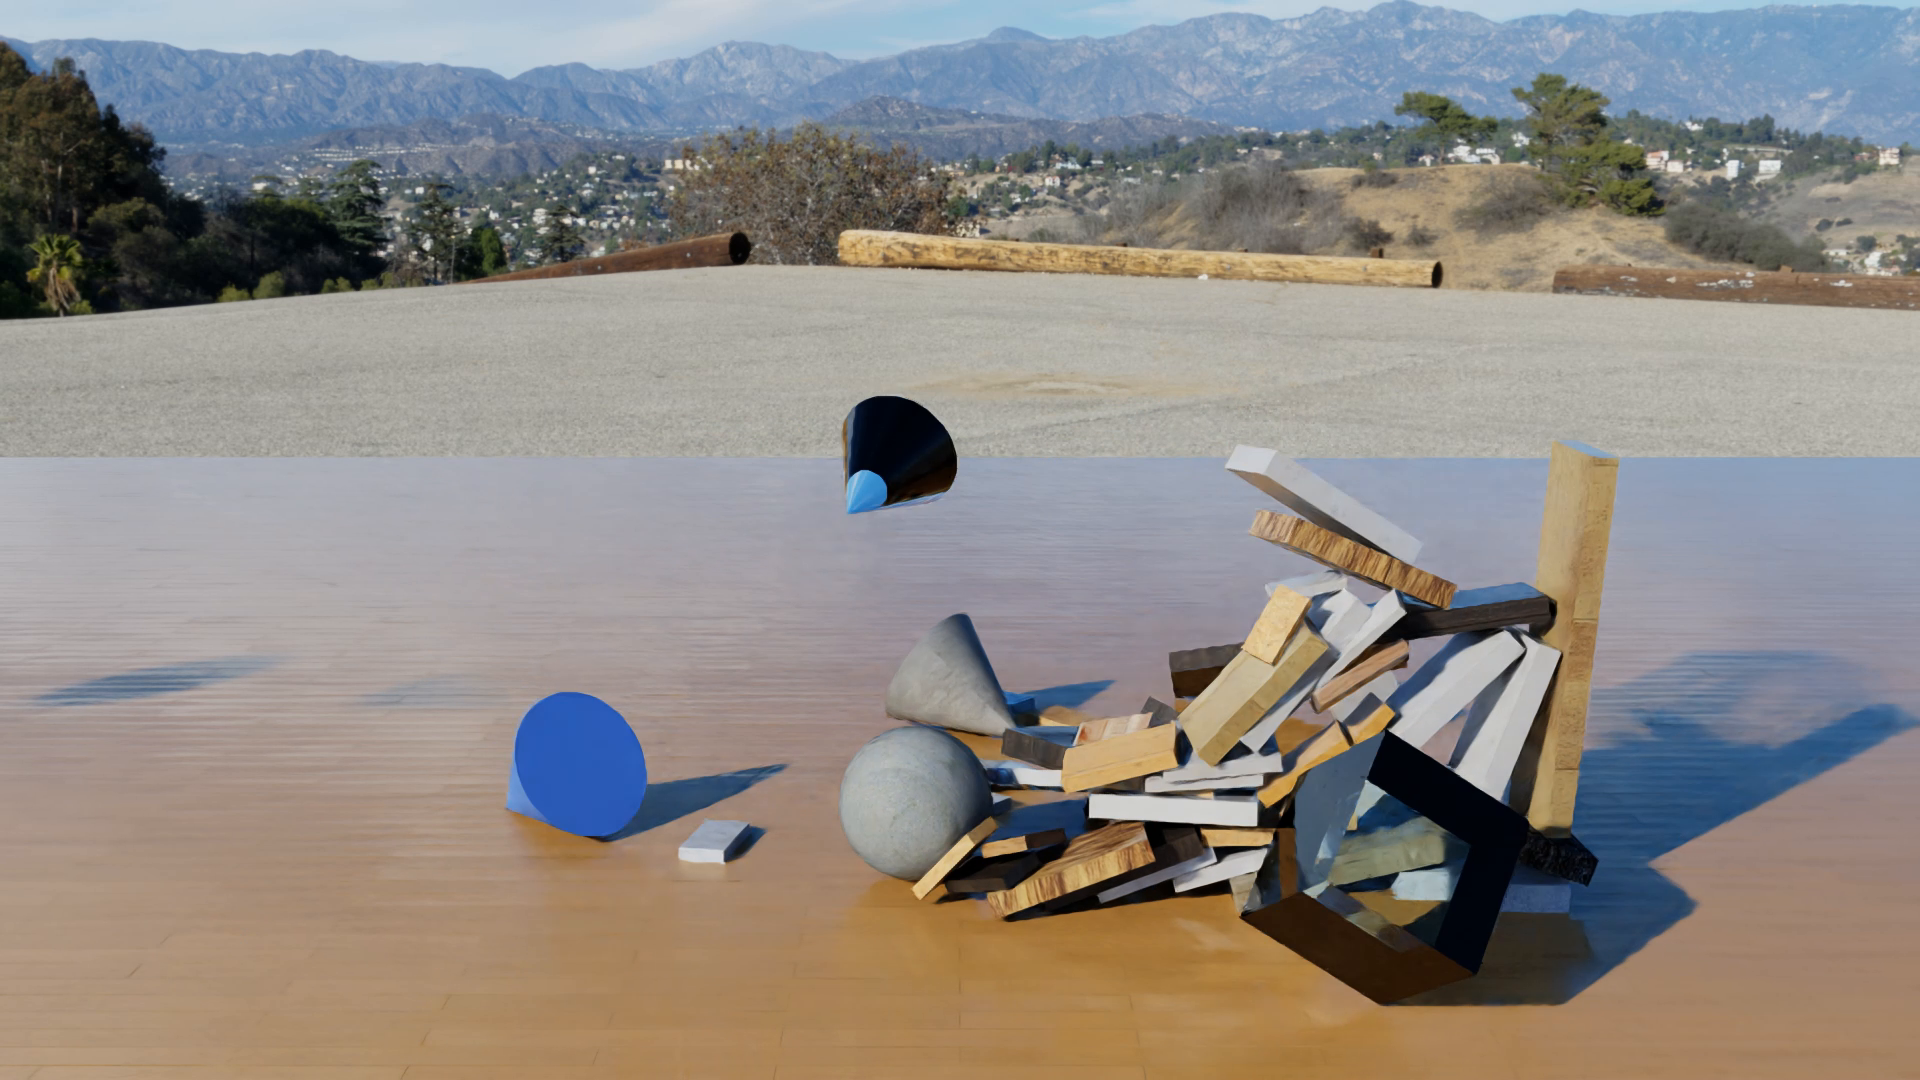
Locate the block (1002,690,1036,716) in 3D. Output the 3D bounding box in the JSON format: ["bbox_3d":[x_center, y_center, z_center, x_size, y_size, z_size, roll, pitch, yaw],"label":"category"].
[{"bbox_3d":[0.068,0.367,4.795,0.096,0.027,0.193,8,13,38],"label":"block"}]

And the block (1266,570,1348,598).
[{"bbox_3d":[0.561,0.075,3.562,0.120,0.017,0.060,-12,14,-5],"label":"block"}]

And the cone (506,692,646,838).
[{"bbox_3d":[-0.766,0.453,4.040,0.272,0.272,0.272,-11,-14,-46],"label":"cone"}]

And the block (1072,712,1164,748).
[{"bbox_3d":[0.365,0.415,3.800,0.166,0.047,0.331,-13,-45,45],"label":"block"}]

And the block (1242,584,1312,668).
[{"bbox_3d":[0.502,0.135,3.481,0.060,0.120,0.017,29,-3,36],"label":"block"}]

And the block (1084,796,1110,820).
[{"bbox_3d":[0.326,0.491,4.064,0.179,0.021,0.074,4,37,22],"label":"block"}]

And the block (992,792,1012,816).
[{"bbox_3d":[0.007,0.490,4.145,0.165,0.023,0.082,8,13,38],"label":"block"}]

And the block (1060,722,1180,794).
[{"bbox_3d":[0.261,0.354,3.572,0.191,0.027,0.095,-16,23,15],"label":"block"}]

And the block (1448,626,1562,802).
[{"bbox_3d":[0.886,0.291,3.606,0.040,0.285,0.143,19,8,-11],"label":"block"}]

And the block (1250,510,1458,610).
[{"bbox_3d":[0.633,0.031,3.544,0.303,0.043,0.152,22,-1,-17],"label":"block"}]

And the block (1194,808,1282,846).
[{"bbox_3d":[0.494,0.475,3.637,0.203,0.029,0.102,-1,11,-1],"label":"block"}]

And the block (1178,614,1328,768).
[{"bbox_3d":[0.469,0.230,3.536,0.038,0.268,0.134,38,12,-19],"label":"block"}]

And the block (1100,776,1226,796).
[{"bbox_3d":[0.339,0.400,3.661,0.191,0.027,0.095,2,3,20],"label":"block"}]

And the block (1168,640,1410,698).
[{"bbox_3d":[0.723,0.265,4.839,0.517,0.047,0.166,-8,-25,6],"label":"block"}]

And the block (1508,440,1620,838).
[{"bbox_3d":[0.980,0.160,3.582,0.043,0.629,0.152,1,13,-10],"label":"block"}]

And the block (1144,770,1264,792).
[{"bbox_3d":[0.396,0.372,3.597,0.191,0.027,0.095,-3,22,5],"label":"block"}]

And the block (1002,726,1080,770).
[{"bbox_3d":[0.250,0.377,3.977,0.166,0.047,0.331,13,7,44],"label":"block"}]

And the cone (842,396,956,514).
[{"bbox_3d":[-0.163,-0.108,4.141,0.243,0.243,0.243,5,33,23],"label":"cone"}]

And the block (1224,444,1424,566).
[{"bbox_3d":[0.588,-0.056,3.555,0.303,0.043,0.152,30,-3,-17],"label":"block"}]

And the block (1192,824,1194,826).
[{"bbox_3d":[0.365,0.467,3.799,0.276,0.022,0.076,30,-30,-10],"label":"block"}]

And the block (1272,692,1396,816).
[{"bbox_3d":[0.610,0.358,3.607,0.024,0.248,0.085,42,3,-12],"label":"block"}]

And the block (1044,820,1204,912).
[{"bbox_3d":[0.260,0.528,3.635,0.273,0.039,0.136,-21,10,1],"label":"block"}]

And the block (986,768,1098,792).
[{"bbox_3d":[0.143,0.415,3.798,0.095,0.027,0.197,14,-12,-37],"label":"block"}]

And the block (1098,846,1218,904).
[{"bbox_3d":[0.321,0.539,3.649,0.203,0.029,0.102,-20,10,3],"label":"block"}]

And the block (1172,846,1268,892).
[{"bbox_3d":[0.449,0.529,3.652,0.203,0.029,0.102,-16,10,4],"label":"block"}]

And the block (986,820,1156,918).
[{"bbox_3d":[0.176,0.529,3.572,0.273,0.039,0.136,-20,9,2],"label":"block"}]

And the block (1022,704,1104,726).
[{"bbox_3d":[0.232,0.390,4.673,0.096,0.027,0.193,-9,14,-39],"label":"block"}]

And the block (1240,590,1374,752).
[{"bbox_3d":[0.538,0.202,3.558,0.038,0.293,0.134,39,3,-16],"label":"block"}]

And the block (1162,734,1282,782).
[{"bbox_3d":[0.420,0.350,3.574,0.191,0.027,0.095,-5,22,0],"label":"block"}]

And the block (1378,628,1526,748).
[{"bbox_3d":[0.730,0.298,3.611,0.432,0.040,0.143,-43,12,2],"label":"block"}]

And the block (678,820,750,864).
[{"bbox_3d":[-0.435,0.534,3.906,0.082,0.023,0.165,2,11,10],"label":"block"}]

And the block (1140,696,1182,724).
[{"bbox_3d":[0.439,0.356,3.849,0.134,0.038,0.268,26,-4,42],"label":"block"}]

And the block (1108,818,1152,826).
[{"bbox_3d":[0.308,0.529,3.923,0.095,0.027,0.191,2,11,10],"label":"block"}]

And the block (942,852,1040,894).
[{"bbox_3d":[0.050,0.541,3.579,0.080,0.023,0.159,-34,11,-37],"label":"block"}]

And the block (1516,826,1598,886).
[{"bbox_3d":[0.872,0.474,3.647,0.332,0.047,0.166,19,8,-5],"label":"block"}]

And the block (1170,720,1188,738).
[{"bbox_3d":[0.414,0.347,3.671,0.153,0.076,0.022,9,29,-17],"label":"block"}]

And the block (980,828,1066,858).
[{"bbox_3d":[0.105,0.493,3.586,0.080,0.023,0.159,-15,-8,25],"label":"block"}]

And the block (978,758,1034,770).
[{"bbox_3d":[0.057,0.448,4.252,0.193,0.027,0.096,8,5,-32],"label":"block"}]

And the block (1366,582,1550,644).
[{"bbox_3d":[0.804,0.119,3.603,0.285,0.040,0.143,-8,8,-1],"label":"block"}]

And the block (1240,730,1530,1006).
[{"bbox_3d":[0.604,0.471,3.134,0.250,0.250,0.250,32,-29,-7],"label":"block"}]

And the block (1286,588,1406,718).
[{"bbox_3d":[0.589,0.200,3.525,0.017,0.320,0.060,39,22,-16],"label":"block"}]

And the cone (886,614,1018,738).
[{"bbox_3d":[0.034,0.344,4.622,0.272,0.272,0.272,37,26,22],"label":"cone"}]

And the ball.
[{"bbox_3d":[-0.075,0.446,3.729,0.261,0.261,0.261,0,11,0],"label":"ball"}]

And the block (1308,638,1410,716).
[{"bbox_3d":[0.642,0.220,3.537,0.169,0.024,0.085,-31,-15,-5],"label":"block"}]

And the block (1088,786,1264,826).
[{"bbox_3d":[0.359,0.435,3.625,0.273,0.039,0.136,2,2,13],"label":"block"}]

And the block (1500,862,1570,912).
[{"bbox_3d":[0.826,0.568,3.657,0.332,0.047,0.166,0,11,0],"label":"block"}]

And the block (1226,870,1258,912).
[{"bbox_3d":[0.608,0.533,3.648,0.332,0.047,0.166,-13,10,3],"label":"block"}]

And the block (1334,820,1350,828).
[{"bbox_3d":[0.628,0.528,3.946,0.153,0.022,0.076,-4,11,-19],"label":"block"}]

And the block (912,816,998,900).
[{"bbox_3d":[-0.008,0.519,3.582,0.023,0.159,0.080,47,32,10],"label":"block"}]

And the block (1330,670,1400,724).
[{"bbox_3d":[0.838,0.329,4.546,0.148,0.074,0.021,-35,21,-7],"label":"block"}]

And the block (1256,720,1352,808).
[{"bbox_3d":[0.557,0.364,3.584,0.169,0.024,0.085,-36,13,12],"label":"block"}]
